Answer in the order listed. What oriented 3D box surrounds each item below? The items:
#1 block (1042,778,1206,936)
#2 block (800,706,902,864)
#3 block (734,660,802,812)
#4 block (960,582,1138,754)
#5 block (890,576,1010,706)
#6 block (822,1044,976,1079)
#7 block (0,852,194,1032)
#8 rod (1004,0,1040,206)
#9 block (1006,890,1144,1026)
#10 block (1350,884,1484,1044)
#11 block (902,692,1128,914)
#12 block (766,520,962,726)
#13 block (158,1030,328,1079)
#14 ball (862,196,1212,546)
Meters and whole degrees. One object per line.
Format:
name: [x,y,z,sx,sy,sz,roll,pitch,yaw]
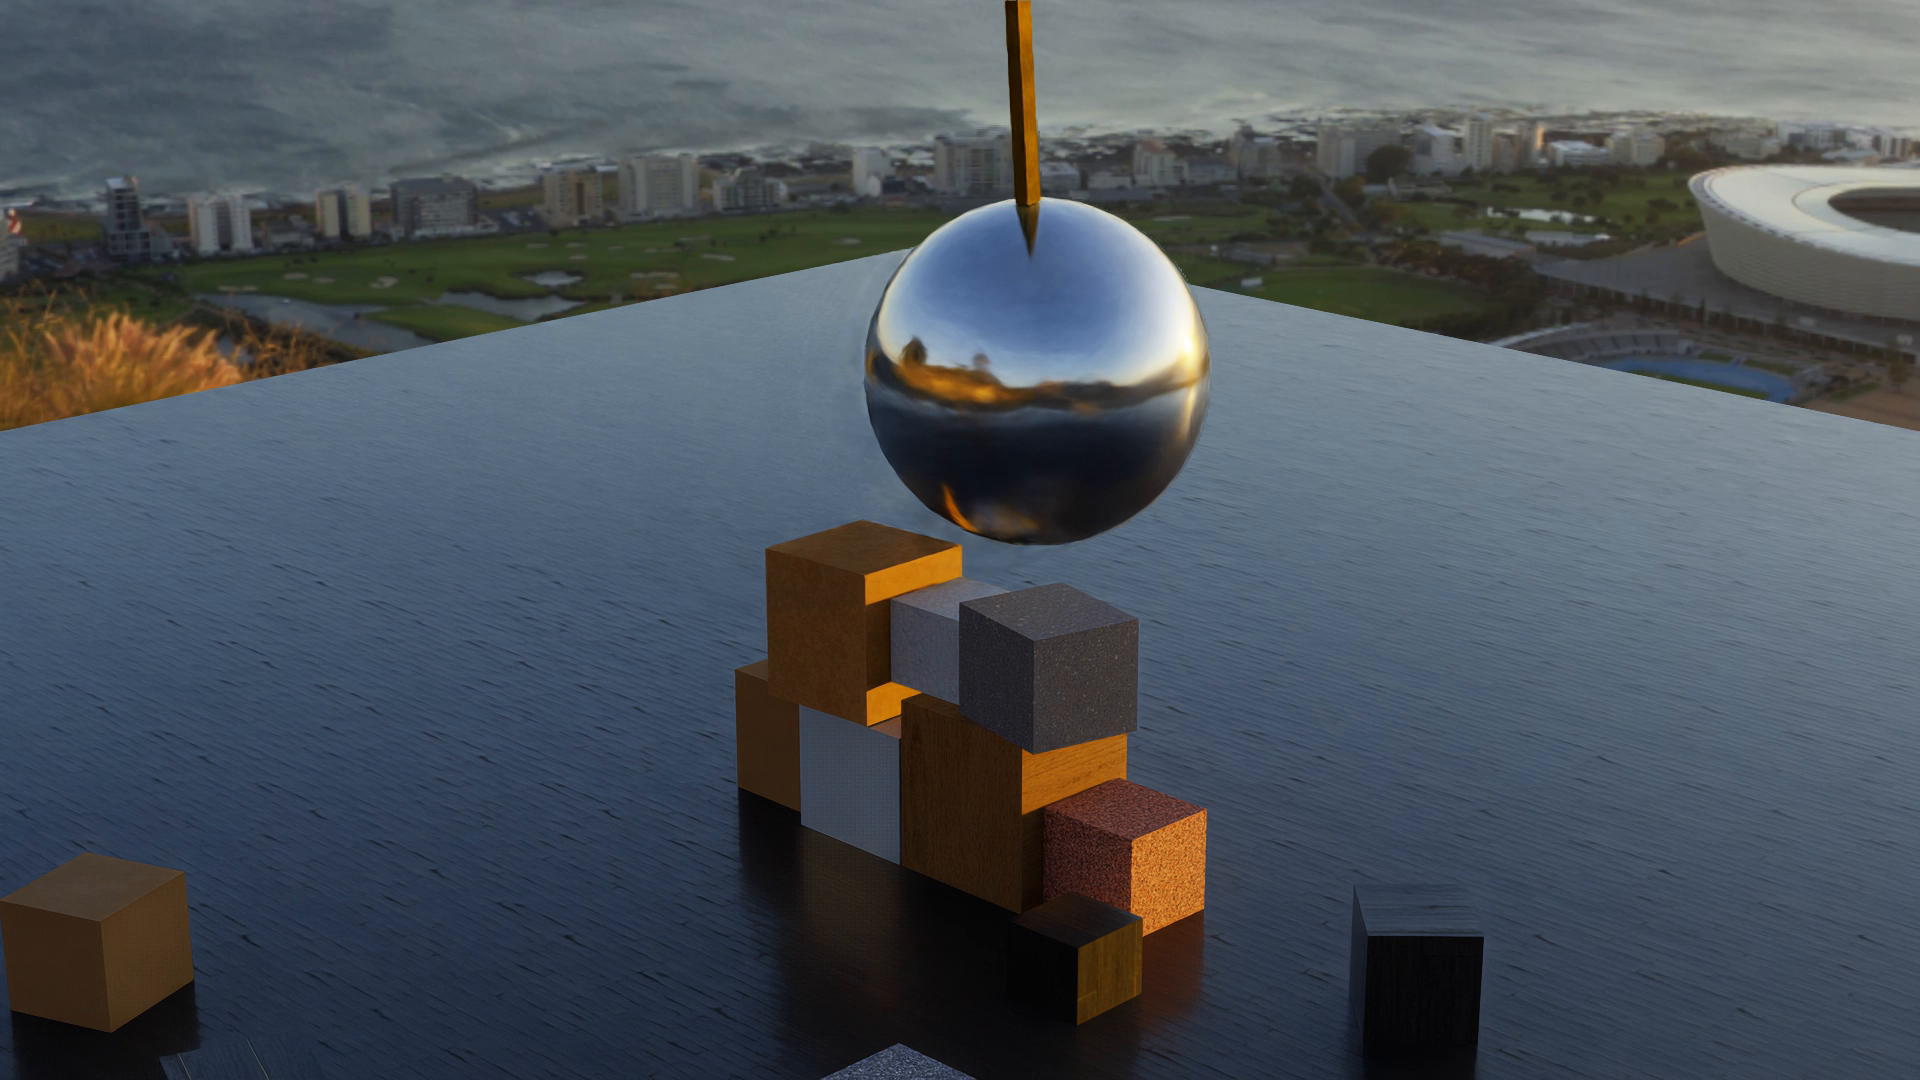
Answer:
block: [0.731,1.415,13.039,0.494,0.481,0.523,-17,24,-42]
block: [-0.255,1.054,13.949,0.677,0.625,0.749,17,24,42]
block: [-0.692,0.923,14.384,0.574,0.614,0.572,-17,24,-42]
block: [0.388,0.559,12.972,0.547,0.521,0.606,-11,20,-30]
block: [0.021,0.463,13.477,0.491,0.402,0.470,16,24,42]
block: [-0.223,2.170,10.661,0.401,0.466,0.398,16,24,42]
block: [-3.590,1.668,12.211,0.517,0.496,0.539,7,19,22]
rod: [0.153,-3.944,12.262,0.080,5.200,0.080,17,29,42]
block: [0.478,1.739,12.232,0.393,0.347,0.408,16,23,41]
block: [1.867,1.735,12.032,0.463,0.475,0.505,0,17,1]
block: [0.245,1.124,13.408,0.687,0.817,0.763,-17,24,-42]
block: [-0.450,0.380,13.845,0.654,0.727,0.649,14,22,41]
block: [-2.572,2.155,10.602,0.514,0.531,0.465,-8,19,-24]
ball: [0.353,-0.772,13.469,1.600,1.600,1.600,0,17,0]
